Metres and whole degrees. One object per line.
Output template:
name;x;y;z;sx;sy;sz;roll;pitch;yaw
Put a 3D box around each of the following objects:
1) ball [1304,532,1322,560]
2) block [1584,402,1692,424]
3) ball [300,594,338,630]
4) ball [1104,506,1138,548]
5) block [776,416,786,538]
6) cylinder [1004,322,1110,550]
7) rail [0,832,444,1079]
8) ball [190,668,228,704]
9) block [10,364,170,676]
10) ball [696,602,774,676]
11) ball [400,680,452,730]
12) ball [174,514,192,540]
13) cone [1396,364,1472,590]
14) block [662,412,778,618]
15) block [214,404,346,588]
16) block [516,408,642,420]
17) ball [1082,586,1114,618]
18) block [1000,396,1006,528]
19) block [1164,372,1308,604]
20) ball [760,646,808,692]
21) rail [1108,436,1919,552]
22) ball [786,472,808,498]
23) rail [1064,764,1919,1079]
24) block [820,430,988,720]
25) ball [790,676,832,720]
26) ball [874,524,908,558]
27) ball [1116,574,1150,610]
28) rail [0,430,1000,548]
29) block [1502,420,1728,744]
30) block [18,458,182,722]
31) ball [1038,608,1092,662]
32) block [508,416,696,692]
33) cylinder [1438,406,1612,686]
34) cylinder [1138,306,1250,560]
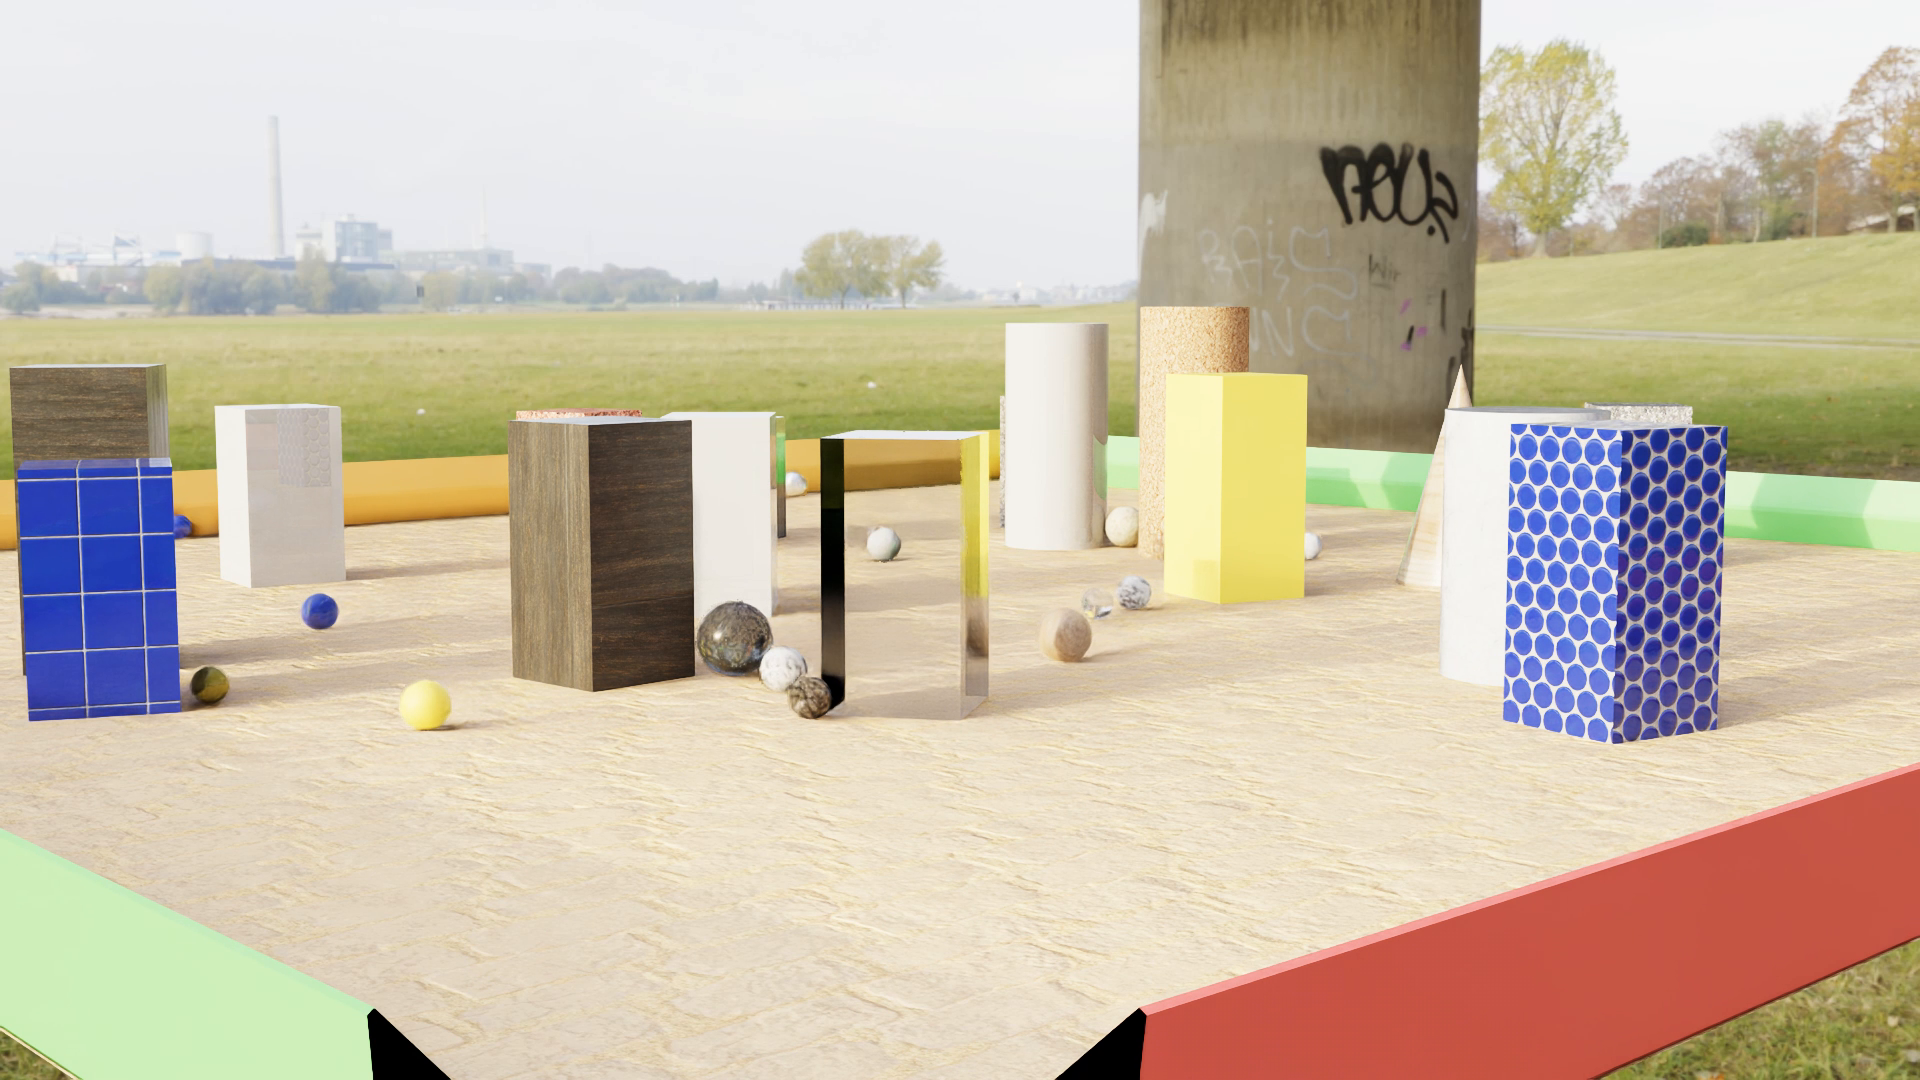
ball;0.621;0.011;3.923;0.049;0.049;0.049;0;6;0
block;1.172;-0.095;3.819;0.156;0.281;0.156;1;6;8
ball;-0.892;0.100;3.062;0.052;0.052;0.052;0;6;0
ball;0.311;-0.025;4.132;0.078;0.078;0.078;0;6;0
block;-0.443;-0.119;4.266;0.156;0.236;0.156;2;6;21
cylinder;0.183;-0.200;4.160;0.195;0.419;0.195;0;6;0
rail;-1.294;0.157;2.145;0.045;0.127;3.552;-5;8;-42
ball;-0.850;0.165;2.490;0.042;0.042;0.042;0;6;0
block;-1.081;-0.030;2.754;0.156;0.375;0.156;-1;6;-11
ball;-0.274;0.120;2.676;0.092;0.092;0.092;0;6;0
ball;-0.567;0.175;2.337;0.053;0.053;0.053;0;6;0
ball;-1.520;-0.025;4.277;0.048;0.048;0.048;0;6;0
cone;0.810;-0.107;3.571;0.195;0.357;0.195;0;6;0
block;-0.353;-0.040;3.251;0.156;0.291;0.156;0;6;-1
block;-1.119;-0.076;3.620;0.156;0.286;0.156;-4;7;-35
block;-0.677;-0.098;3.924;0.156;0.266;0.156;4;7;31
ball;0.199;0.090;3.176;0.047;0.047;0.047;0;6;0
block;0.192;-0.160;4.498;0.156;0.270;0.156;5;8;41
block;0.428;-0.085;3.427;0.156;0.344;0.156;-3;7;-27
ball;-0.206;0.151;2.563;0.055;0.055;0.055;0;6;0
rail;1.294;-0.091;4.519;0.045;0.127;3.552;-5;8;-42
ball;-0.393;-0.132;5.227;0.061;0.061;0.061;0;6;0
rail;1.188;0.167;2.051;3.568;0.127;0.045;-5;8;-42
block;-0.060;0.035;2.465;0.156;0.306;0.156;1;6;12
ball;-0.162;0.172;2.397;0.047;0.047;0.047;0;6;0
ball;-0.123;0.002;3.955;0.061;0.061;0.061;0;6;0
ball;0.257;0.078;3.269;0.052;0.052;0.052;0;6;0
rail;-1.188;-0.101;4.613;3.568;0.127;0.045;-5;8;-42
block;0.698;0.038;2.349;0.156;0.323;0.156;-4;7;-30
block;-0.964;0.051;2.470;0.156;0.273;0.156;-2;6;-20
ball;0.133;0.120;2.785;0.069;0.069;0.069;0;6;0
block;-0.433;0.011;2.660;0.156;0.312;0.156;5;8;42
cylinder;0.686;0.004;2.678;0.195;0.324;0.195;0;6;0
cylinder;0.423;-0.196;3.982;0.195;0.449;0.195;0;6;0
